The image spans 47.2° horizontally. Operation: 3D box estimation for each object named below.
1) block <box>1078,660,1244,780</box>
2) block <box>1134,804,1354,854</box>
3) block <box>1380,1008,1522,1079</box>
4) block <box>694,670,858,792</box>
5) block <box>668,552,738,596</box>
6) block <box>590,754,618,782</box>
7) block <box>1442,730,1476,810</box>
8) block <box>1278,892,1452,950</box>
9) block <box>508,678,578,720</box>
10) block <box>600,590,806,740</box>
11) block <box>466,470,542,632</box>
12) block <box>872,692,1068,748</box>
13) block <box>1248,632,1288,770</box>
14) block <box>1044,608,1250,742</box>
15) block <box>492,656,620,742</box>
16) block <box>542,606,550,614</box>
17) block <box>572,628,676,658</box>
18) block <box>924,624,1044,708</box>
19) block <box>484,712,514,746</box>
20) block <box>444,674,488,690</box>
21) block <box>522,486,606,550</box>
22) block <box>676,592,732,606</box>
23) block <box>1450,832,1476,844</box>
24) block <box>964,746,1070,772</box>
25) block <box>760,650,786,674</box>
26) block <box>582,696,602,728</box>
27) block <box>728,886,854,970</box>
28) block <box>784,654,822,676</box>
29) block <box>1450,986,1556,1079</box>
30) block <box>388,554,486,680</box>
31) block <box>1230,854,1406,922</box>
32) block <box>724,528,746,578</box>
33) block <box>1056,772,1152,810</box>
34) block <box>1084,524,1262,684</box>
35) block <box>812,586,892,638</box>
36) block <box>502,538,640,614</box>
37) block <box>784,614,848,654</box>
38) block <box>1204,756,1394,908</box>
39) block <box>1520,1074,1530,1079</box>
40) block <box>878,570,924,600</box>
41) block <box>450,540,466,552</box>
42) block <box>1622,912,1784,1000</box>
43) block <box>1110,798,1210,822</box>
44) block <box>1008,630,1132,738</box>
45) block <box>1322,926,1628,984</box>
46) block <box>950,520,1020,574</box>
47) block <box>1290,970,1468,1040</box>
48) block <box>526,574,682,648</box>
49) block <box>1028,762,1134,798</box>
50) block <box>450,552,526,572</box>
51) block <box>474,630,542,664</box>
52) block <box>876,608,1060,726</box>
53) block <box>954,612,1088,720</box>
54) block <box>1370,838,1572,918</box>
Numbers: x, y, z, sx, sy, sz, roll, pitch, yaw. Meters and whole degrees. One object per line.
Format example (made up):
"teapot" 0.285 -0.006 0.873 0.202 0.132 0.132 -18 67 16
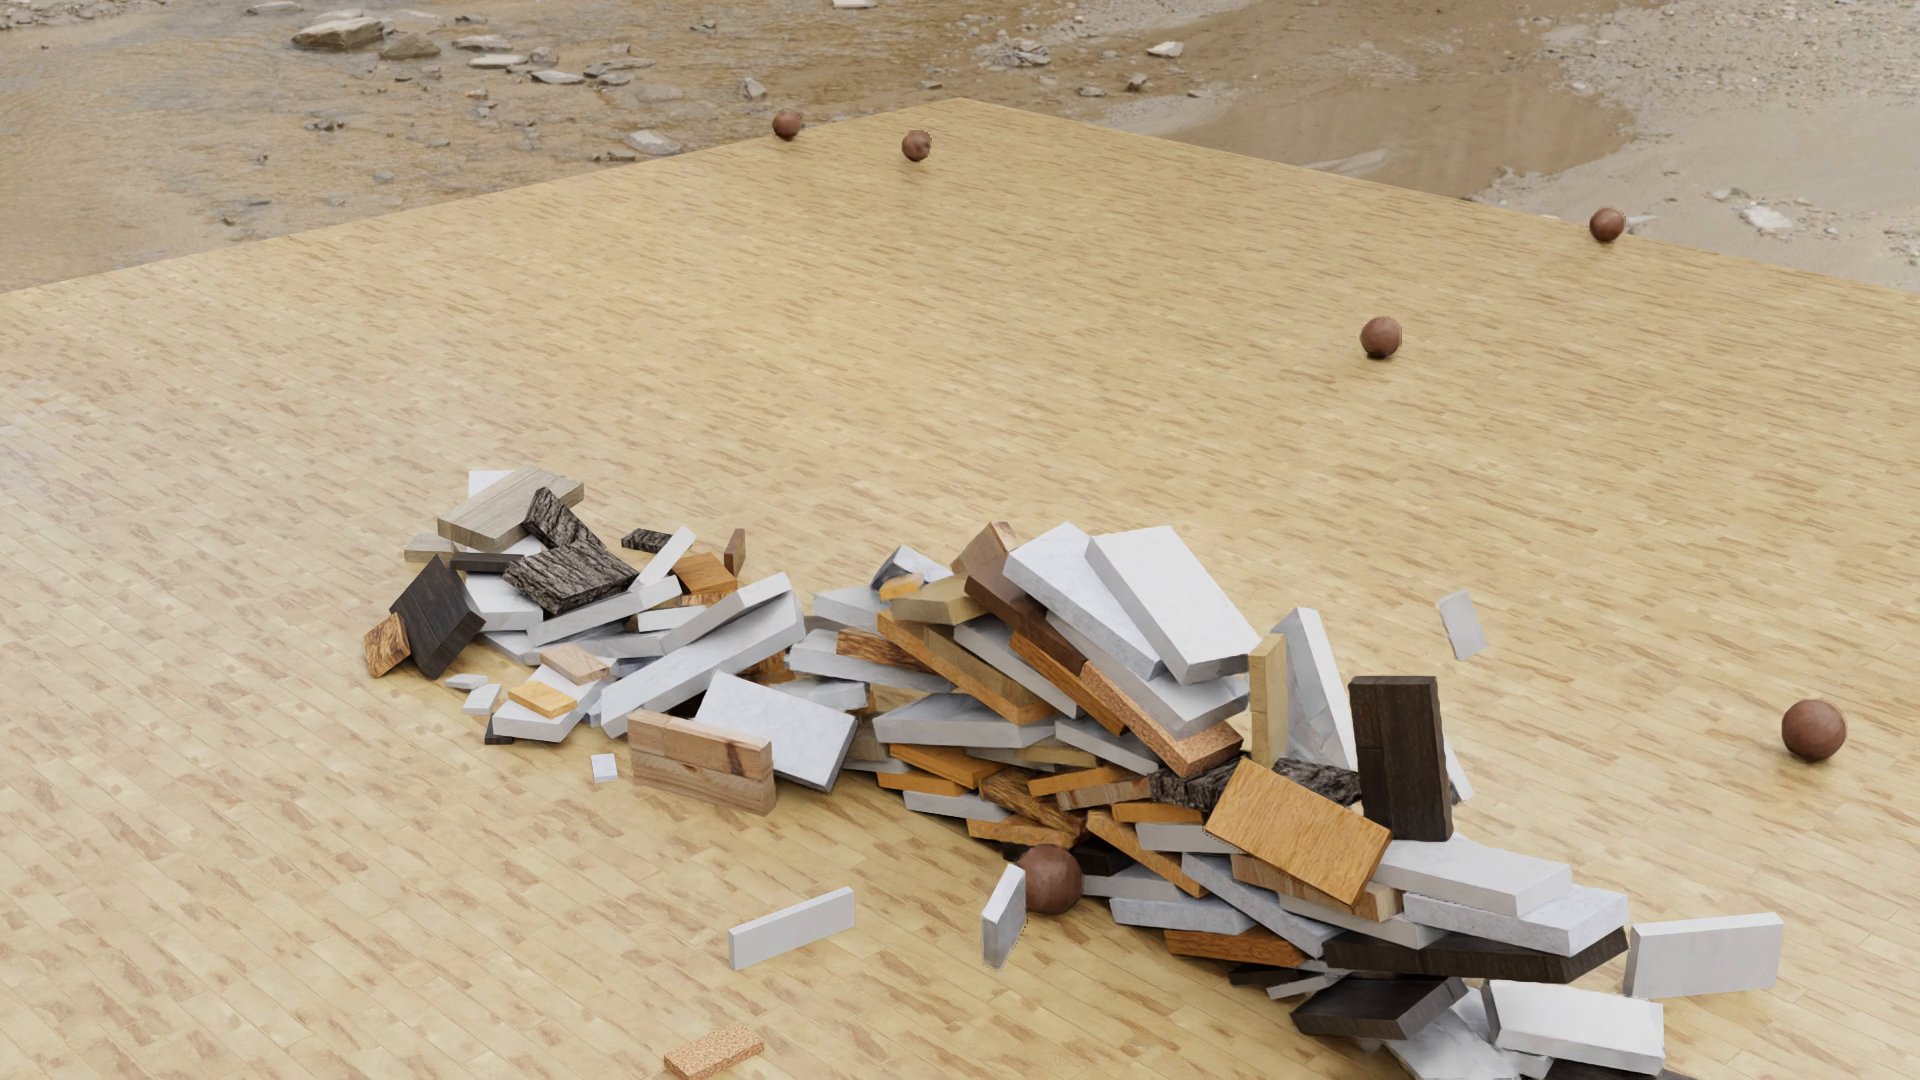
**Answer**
"block" 0.357 0.299 3.908 0.140 0.040 0.281 -18 49 -37
"block" 0.493 0.496 3.845 0.170 0.048 0.383 -17 4 -34
"block" 0.777 0.824 3.499 0.115 0.033 0.230 -33 34 -9
"block" -0.386 0.393 4.516 0.316 0.045 0.158 17 68 15
"block" -0.642 0.091 5.468 0.118 0.033 0.236 -13 21 -19
"block" -0.747 0.478 4.616 0.048 0.014 0.096 -5 24 -12
"block" 0.839 0.384 3.950 0.030 0.106 0.211 -16 71 -25
"block" 0.692 0.597 3.644 0.154 0.044 0.308 -18 15 -34
"block" -0.900 0.343 4.739 0.147 0.021 0.073 20 30 39
"block" -0.554 0.267 4.730 0.477 0.042 0.148 -28 27 6
"block" -1.126 0.016 5.431 0.177 0.050 0.695 -1 30 -11
"block" 0.033 0.354 4.348 0.175 0.050 0.434 -20 11 -40
"block" 0.533 0.278 3.792 0.030 0.212 0.106 5 21 26
"block" 0.337 0.205 3.944 0.177 0.050 0.354 -20 50 -38
"block" -0.883 0.341 4.824 0.153 0.043 0.322 5 24 14
"block" -1.065 0.131 5.413 0.106 0.030 0.212 -14 27 -30
"block" -0.724 0.234 4.995 0.307 0.043 0.153 -6 4 43
"block" 0.087 0.223 4.239 0.161 0.046 0.321 -14 27 -31
"block" -0.994 0.409 4.775 0.059 0.017 0.118 -1 23 -3
"block" -1.115 0.319 4.963 0.096 0.014 0.048 1 19 40
"block" -0.982 -0.011 5.467 0.033 0.236 0.118 -18 39 30
"block" -0.568 0.135 5.074 0.162 0.023 0.081 -4 0 -17
"block" 0.912 0.638 3.894 0.177 0.050 0.366 -40 40 -19
"block" 0.136 0.405 4.310 0.114 0.032 0.264 -19 15 -37
"block" -0.478 0.275 5.006 0.162 0.081 0.023 10 7 23
"block" -0.813 0.349 4.900 0.107 0.030 0.214 -13 26 -28
"block" -0.305 0.706 4.001 0.254 0.076 0.021 -15 27 -32
"block" -0.149 0.287 5.045 0.563 0.030 0.107 4 23 9
"block" 0.850 0.797 3.624 0.271 0.038 0.135 13 26 29
"block" -1.224 0.176 5.142 0.177 0.050 0.355 -49 33 0
"block" 0.633 0.551 3.680 0.170 0.048 0.340 -17 15 -33
"block" -0.569 0.040 5.562 0.023 0.082 0.164 2 23 5
"block" 0.309 0.452 4.066 0.124 0.035 0.266 -18 0 -38
"block" 0.383 0.111 3.918 0.173 0.049 0.346 -8 44 -29
"block" -0.146 0.162 4.671 0.310 0.044 0.155 15 15 38
"block" -0.932 0.085 5.290 0.165 0.047 0.341 32 20 15
"block" -0.259 0.222 5.107 0.297 0.042 0.149 1 18 2
"block" 0.546 0.472 3.555 0.270 0.135 0.038 26 -9 26
"block" 0.836 0.818 3.675 0.289 0.041 0.144 17 29 35
"block" -0.117 0.091 4.426 0.076 0.021 0.151 -16 6 6
"block" -1.203 0.041 5.543 0.106 0.030 0.212 -11 27 -25
"block" 1.306 0.732 3.865 0.266 0.133 0.038 -3 23 -8
"block" 0.397 0.471 3.954 0.124 0.035 0.247 -17 4 -35
"block" 0.239 0.237 4.009 0.140 0.040 0.281 -24 53 -40
"block" 0.812 0.648 3.512 0.154 0.044 0.500 -17 4 -36
"block" 0.139 0.188 4.417 0.045 0.158 0.451 -8 61 -44
"block" 0.683 0.762 3.618 0.133 0.038 0.373 -32 1 -21
"block" -0.824 0.164 5.094 0.330 0.047 0.165 -18 4 27
"block" 0.241 0.439 4.145 0.114 0.032 0.228 -19 0 -38
"block" -1.131 0.053 5.267 0.167 0.024 0.083 2 13 -5
"block" -1.126 0.207 5.242 0.082 0.023 0.406 -19 30 -38
"block" 0.034 0.231 4.336 0.155 0.044 0.499 -14 27 -31
"block" 0.157 0.215 4.125 0.161 0.046 0.321 -22 41 -39
"block" 0.796 0.525 3.470 0.135 0.038 0.307 -18 15 -35
